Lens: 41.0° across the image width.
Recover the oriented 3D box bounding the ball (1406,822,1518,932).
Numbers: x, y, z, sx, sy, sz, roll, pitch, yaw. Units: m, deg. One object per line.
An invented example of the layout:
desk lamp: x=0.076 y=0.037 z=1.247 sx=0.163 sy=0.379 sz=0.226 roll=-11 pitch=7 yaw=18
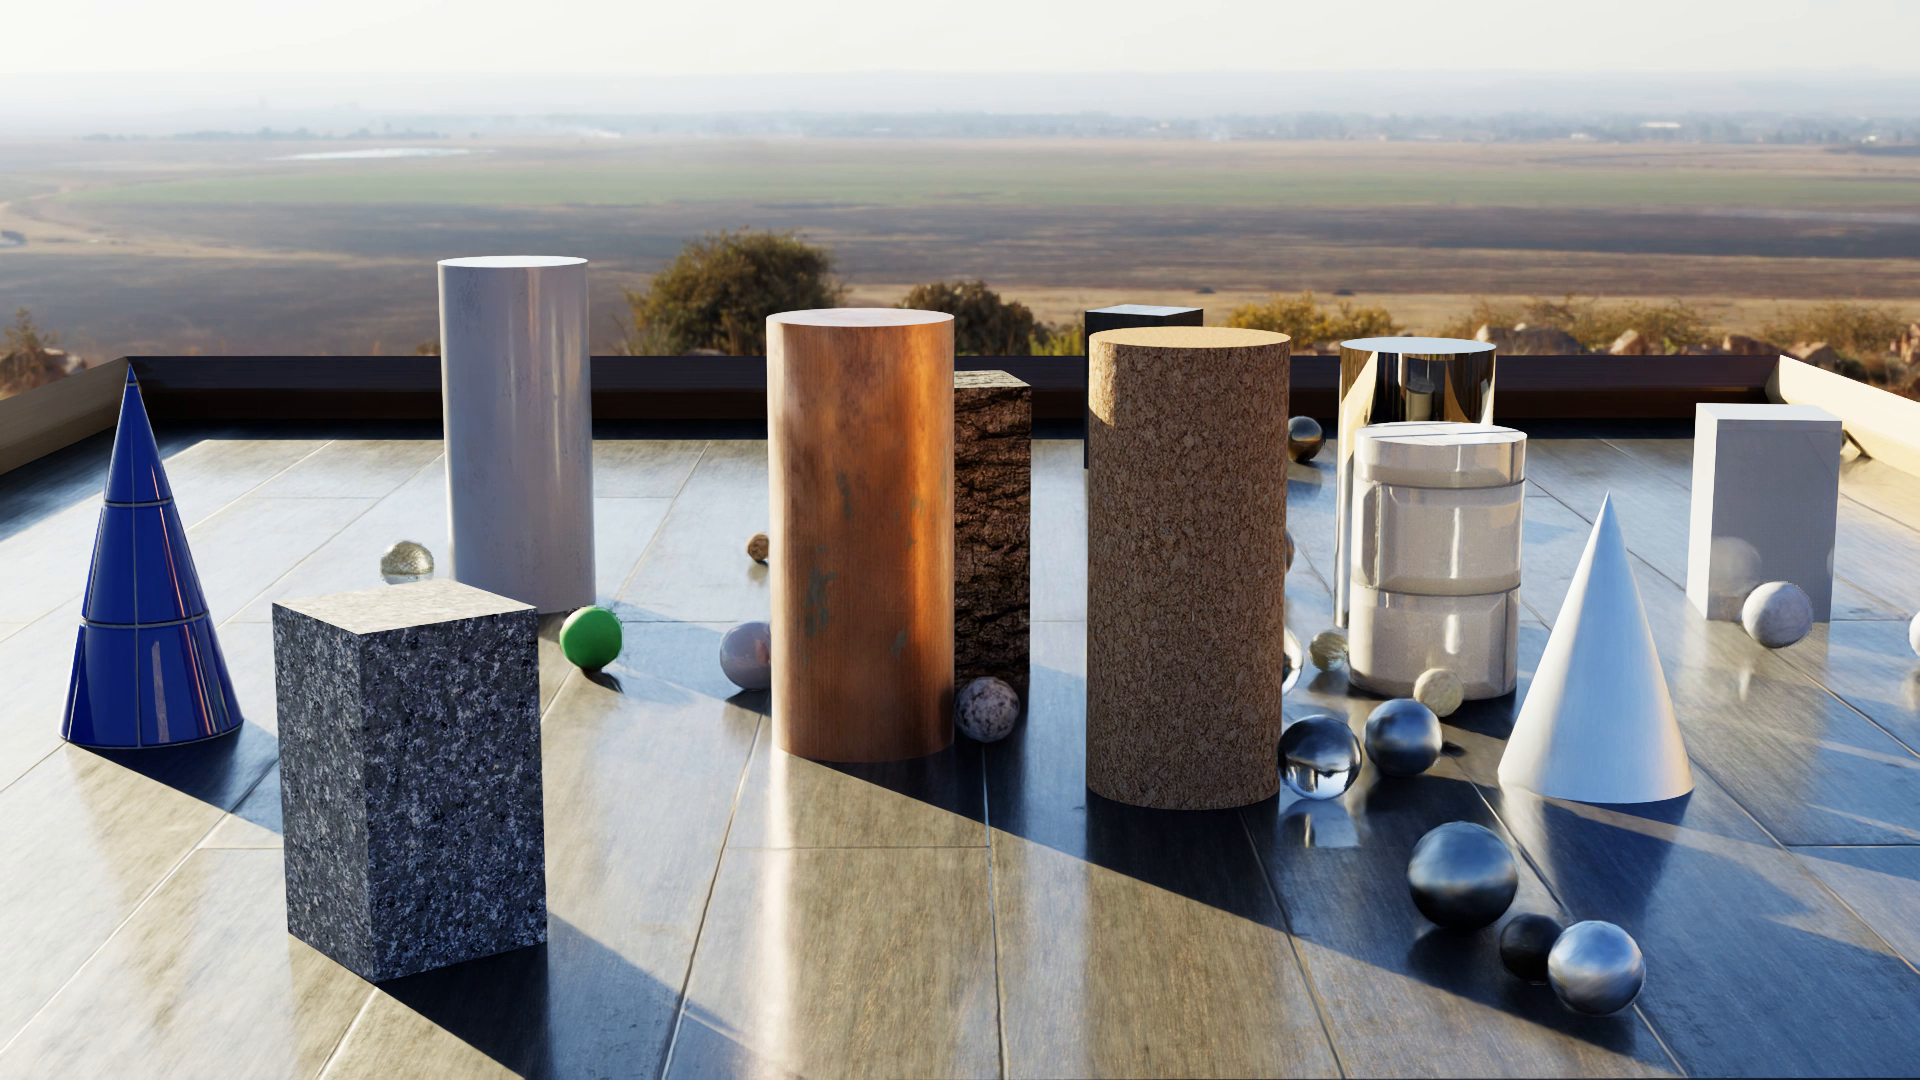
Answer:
ball: x=0.428 y=0.287 z=2.186 sx=0.093 sy=0.093 sz=0.093 roll=0 pitch=10 yaw=0

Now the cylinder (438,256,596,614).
cylinder: x=-0.603 y=-0.146 z=3.502 sx=0.200 sy=0.466 sz=0.200 roll=0 pitch=10 yaw=0

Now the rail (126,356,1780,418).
rail: x=-0.011 y=-0.316 z=5.337 sx=3.454 sy=0.130 sz=0.045 roll=0 pitch=10 yaw=0

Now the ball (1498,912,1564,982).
ball: x=0.462 y=0.328 z=2.064 sx=0.056 sy=0.056 sz=0.056 roll=0 pitch=10 yaw=0

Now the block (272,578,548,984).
block: x=-0.460 y=0.195 z=2.147 sx=0.160 sy=0.288 sz=0.160 roll=-8 pitch=13 yaw=-38

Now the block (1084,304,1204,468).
block: x=0.336 y=-0.278 z=4.701 sx=0.160 sy=0.288 sz=0.160 roll=6 pitch=12 yaw=31

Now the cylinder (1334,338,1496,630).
cylinder: x=0.595 y=-0.072 z=3.368 sx=0.200 sy=0.369 sz=0.200 roll=0 pitch=10 yaw=0

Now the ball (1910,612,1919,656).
ball: x=1.208 y=0.116 z=3.154 sx=0.076 sy=0.076 sz=0.076 roll=0 pitch=10 yaw=0

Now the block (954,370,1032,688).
block: x=-0.011 y=-0.015 z=3.090 sx=0.160 sy=0.358 sz=0.160 roll=-2 pitch=11 yaw=-11

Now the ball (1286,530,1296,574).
ball: x=0.430 y=0.017 z=3.649 sx=0.092 sy=0.092 sz=0.092 roll=0 pitch=10 yaw=0

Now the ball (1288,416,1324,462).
ball: x=0.636 y=-0.189 z=4.781 sx=0.084 sy=0.084 sz=0.084 roll=0 pitch=10 yaw=0

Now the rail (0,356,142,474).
rail: x=-1.703 y=0.035 z=3.439 sx=0.045 sy=0.130 sz=3.888 roll=0 pitch=10 yaw=0

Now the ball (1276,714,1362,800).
ball: x=0.360 y=0.218 z=2.575 sx=0.086 sy=0.086 sz=0.086 roll=0 pitch=10 yaw=0

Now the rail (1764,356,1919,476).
rail: x=1.703 y=0.032 z=3.458 sx=0.045 sy=0.130 sz=3.888 roll=0 pitch=10 yaw=0

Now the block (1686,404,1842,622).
block: x=1.083 y=-0.039 z=3.463 sx=0.160 sy=0.270 sz=0.160 roll=1 pitch=11 yaw=6

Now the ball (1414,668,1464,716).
ball: x=0.543 y=0.172 z=2.908 sx=0.055 sy=0.055 sz=0.055 roll=0 pitch=10 yaw=0

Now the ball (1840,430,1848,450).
ball: x=1.670 y=-0.192 z=4.901 sx=0.047 sy=0.047 sz=0.047 roll=0 pitch=10 yaw=0

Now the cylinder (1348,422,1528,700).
cylinder: x=0.566 y=0.022 z=3.049 sx=0.200 sy=0.300 sz=0.200 roll=0 pitch=10 yaw=0

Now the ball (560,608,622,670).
ball: x=-0.450 y=0.120 z=3.132 sx=0.076 sy=0.076 sz=0.076 roll=0 pitch=10 yaw=0

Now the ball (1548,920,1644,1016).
ball: x=0.494 y=0.332 z=1.994 sx=0.073 sy=0.073 sz=0.073 roll=0 pitch=10 yaw=0

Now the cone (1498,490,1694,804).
cone: x=0.660 y=0.097 z=2.638 sx=0.200 sy=0.302 sz=0.200 roll=0 pitch=10 yaw=0

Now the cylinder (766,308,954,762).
cylinder: x=-0.106 y=-0.010 z=2.773 sx=0.200 sy=0.463 sz=0.200 roll=0 pitch=10 yaw=0

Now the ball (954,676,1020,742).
ball: x=0.029 y=0.185 z=2.795 sx=0.072 sy=0.072 sz=0.072 roll=0 pitch=10 yaw=0

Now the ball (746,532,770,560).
ball: x=-0.298 y=0.010 z=3.823 sx=0.041 sy=0.041 sz=0.041 roll=0 pitch=10 yaw=0

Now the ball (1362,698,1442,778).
ball: x=0.459 y=0.205 z=2.660 sx=0.082 sy=0.082 sz=0.082 roll=0 pitch=10 yaw=0

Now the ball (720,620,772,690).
ball: x=-0.243 y=0.136 z=3.031 sx=0.082 sy=0.082 sz=0.082 roll=0 pitch=10 yaw=0

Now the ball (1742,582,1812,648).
ball: x=1.034 y=0.095 z=3.247 sx=0.083 sy=0.083 sz=0.083 roll=0 pitch=10 yaw=0

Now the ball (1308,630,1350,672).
ball: x=0.449 y=0.136 z=3.119 sx=0.050 sy=0.050 sz=0.050 roll=0 pitch=10 yaw=0

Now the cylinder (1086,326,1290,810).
cylinder: x=0.229 y=0.023 z=2.600 sx=0.200 sy=0.460 sz=0.200 roll=0 pitch=10 yaw=0

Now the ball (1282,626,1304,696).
ball: x=0.347 y=0.139 z=2.966 sx=0.100 sy=0.100 sz=0.100 roll=0 pitch=10 yaw=0

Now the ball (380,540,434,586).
ball: x=-0.772 y=0.037 z=3.586 sx=0.074 sy=0.074 sz=0.074 roll=0 pitch=10 yaw=0

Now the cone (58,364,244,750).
cone: x=-0.904 y=0.006 z=2.831 sx=0.200 sy=0.409 sz=0.200 roll=0 pitch=10 yaw=0
